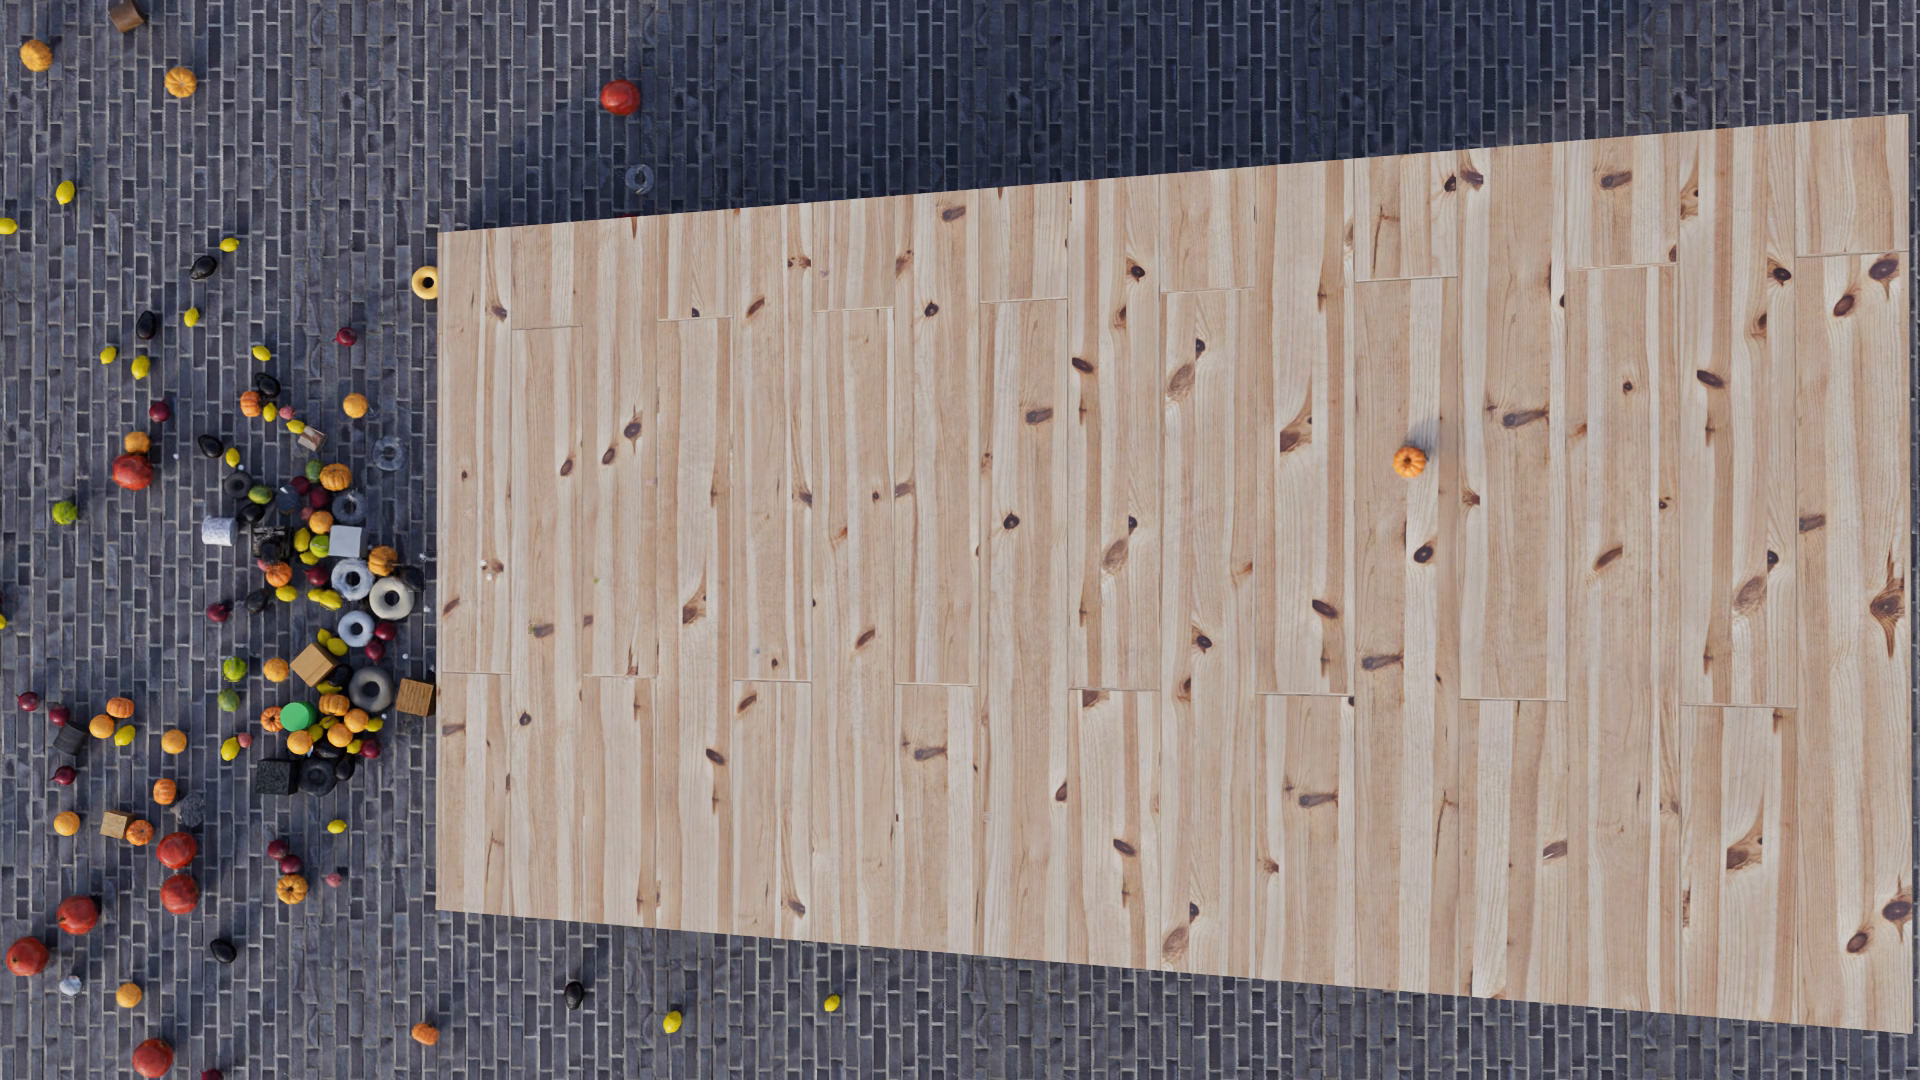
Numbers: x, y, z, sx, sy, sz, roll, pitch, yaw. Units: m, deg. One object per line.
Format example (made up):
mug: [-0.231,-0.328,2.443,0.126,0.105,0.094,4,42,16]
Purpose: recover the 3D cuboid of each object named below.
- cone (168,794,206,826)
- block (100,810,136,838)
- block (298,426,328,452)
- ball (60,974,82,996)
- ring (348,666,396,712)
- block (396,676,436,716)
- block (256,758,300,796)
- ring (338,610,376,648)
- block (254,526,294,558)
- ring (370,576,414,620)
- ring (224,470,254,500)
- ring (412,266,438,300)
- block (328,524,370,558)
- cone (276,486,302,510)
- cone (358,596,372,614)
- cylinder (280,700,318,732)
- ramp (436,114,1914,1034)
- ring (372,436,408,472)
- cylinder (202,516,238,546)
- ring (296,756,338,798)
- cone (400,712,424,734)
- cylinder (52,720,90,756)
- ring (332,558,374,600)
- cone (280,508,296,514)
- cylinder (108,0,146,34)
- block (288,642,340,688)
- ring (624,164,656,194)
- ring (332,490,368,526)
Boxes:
cone: [-2.325,0.804,6.559,0.099,0.099,0.099,-1,89,27]
block: [-2.508,0.846,6.547,0.067,0.067,0.067,14,89,0]
block: [-1.930,-0.302,6.565,0.057,0.057,0.057,28,89,0]
ball: [-2.647,1.324,6.545,0.059,0.059,0.059,0,89,0]
ring: [-1.754,0.445,6.562,0.139,0.046,0.139,0,90,-1]
block: [-1.611,0.465,6.537,0.096,0.096,0.096,12,89,0]
block: [-2.027,0.703,6.534,0.097,0.097,0.097,4,89,0]
ring: [-1.802,0.266,6.569,0.111,0.037,0.111,0,91,0]
block: [-2.042,0.005,6.544,0.092,0.092,0.092,1,89,0]
ring: [-1.695,0.173,6.566,0.136,0.045,0.136,0,88,-1]
ring: [-2.155,-0.164,6.577,0.087,0.029,0.087,0,89,-1]
ring: [-1.591,-0.771,6.582,0.101,0.034,0.101,0,88,1]
block: [-1.818,0.004,6.545,0.090,0.090,0.090,5,89,0]
cone: [-1.982,-0.113,6.554,0.081,0.081,0.081,-5,72,15]
cone: [-1.780,0.193,6.562,0.053,0.053,0.053,0,89,0]
cylinder: [-1.967,0.524,6.541,0.086,0.086,0.086,0,89,0]
ramp: [0.281,0.081,5.685,4.000,0.100,2.000,0,89,25]
ring: [-1.705,-0.257,6.575,0.112,0.037,0.112,0,90,-1]
cylinder: [-2.204,-0.027,6.550,0.082,0.082,0.082,3,89,0]
ring: [-1.918,0.706,6.562,0.123,0.041,0.123,0,88,0]
cone: [-1.642,0.546,6.548,0.072,0.072,0.072,0,89,0]
cylinder: [-2.644,0.589,6.545,0.077,0.077,0.077,32,85,0]
ring: [-1.812,0.116,6.567,0.131,0.044,0.131,0,88,1]
cone: [-2.018,-0.105,6.562,0.056,0.056,0.056,0,90,3]
cylinder: [-2.488,-1.566,6.570,0.076,0.076,0.076,-28,89,3]
block: [-1.917,0.371,6.540,0.092,0.092,0.092,-44,90,0]
ring: [-0.959,-1.081,6.587,0.093,0.031,0.093,0,89,-1]
ring: [-1.825,-0.098,6.573,0.108,0.036,0.108,0,90,-1]
